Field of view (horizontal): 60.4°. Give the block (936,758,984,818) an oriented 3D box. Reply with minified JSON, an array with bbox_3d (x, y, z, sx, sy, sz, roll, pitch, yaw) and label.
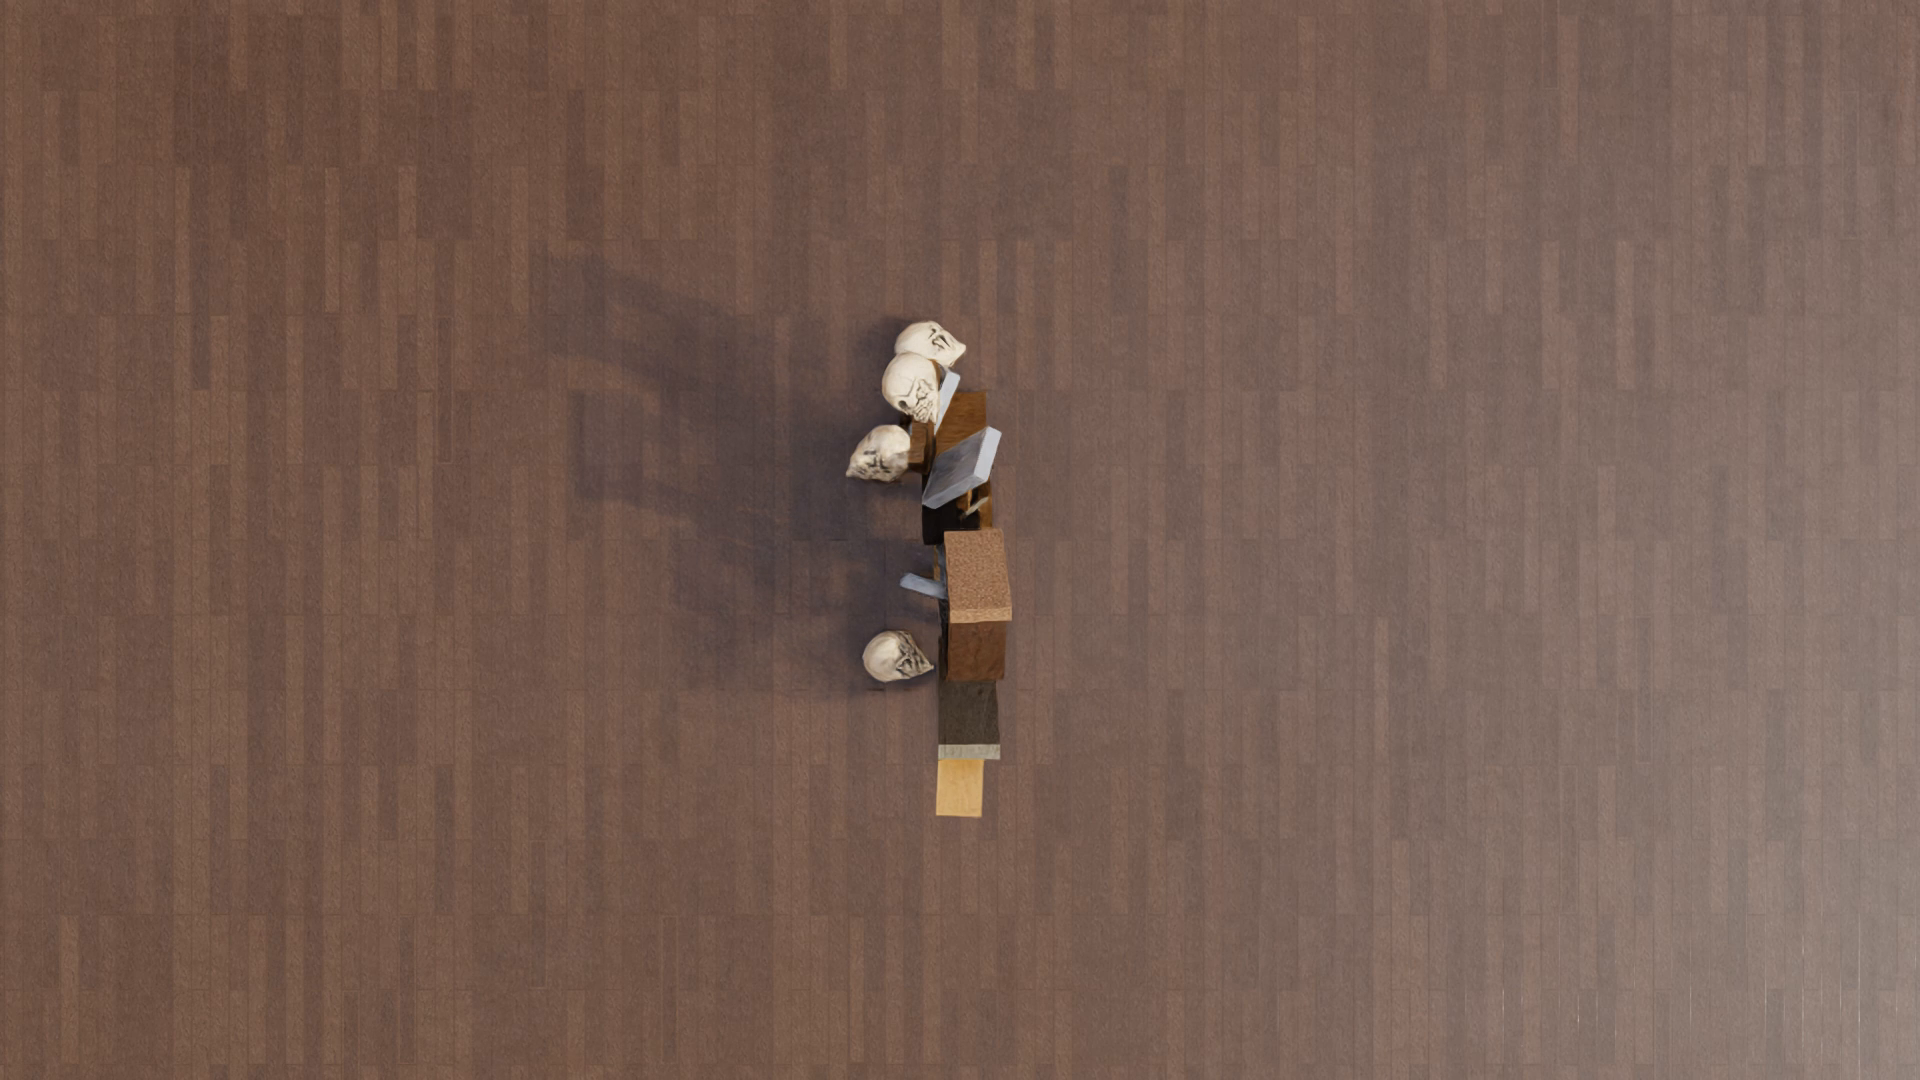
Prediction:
[{"bbox_3d":[0.001,0.674,4.800,0.130,0.037,0.261,2,74,1],"label":"block"}]

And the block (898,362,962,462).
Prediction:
[{"bbox_3d":[-0.099,-0.408,5.360,0.046,0.161,0.322,21,100,-18],"label":"block"}]

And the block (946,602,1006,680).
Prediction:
[{"bbox_3d":[0.049,0.259,4.904,0.172,0.049,0.345,-1,119,-5],"label":"block"}]

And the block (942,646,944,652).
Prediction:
[{"bbox_3d":[0.003,0.222,5.083,0.123,0.035,0.247,-3,70,1],"label":"block"}]

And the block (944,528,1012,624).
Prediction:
[{"bbox_3d":[0.049,0.101,4.754,0.172,0.345,0.049,-3,130,-2],"label":"block"}]

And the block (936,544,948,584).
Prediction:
[{"bbox_3d":[0.013,0.018,5.000,0.167,0.335,0.047,-7,131,-2],"label":"block"}]

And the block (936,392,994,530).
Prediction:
[{"bbox_3d":[0.009,-0.242,5.224,0.167,0.687,0.047,-3,131,1],"label":"block"}]

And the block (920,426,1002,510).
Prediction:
[{"bbox_3d":[0.001,-0.208,4.821,0.046,0.322,0.161,26,65,-21],"label":"block"}]

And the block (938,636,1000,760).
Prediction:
[{"bbox_3d":[0.022,0.462,4.935,0.172,0.639,0.049,1,115,-1],"label":"block"}]

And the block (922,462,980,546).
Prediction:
[{"bbox_3d":[-0.028,-0.120,5.013,0.167,0.335,0.047,-4,132,3],"label":"block"}]

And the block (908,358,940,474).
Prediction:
[{"bbox_3d":[-0.108,-0.375,5.007,0.046,0.161,0.322,6,81,6],"label":"block"}]

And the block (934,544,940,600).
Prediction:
[{"bbox_3d":[-0.003,0.029,5.166,0.154,0.044,0.309,-1,90,0],"label":"block"}]

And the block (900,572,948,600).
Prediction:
[{"bbox_3d":[-0.082,0.141,4.862,0.192,0.013,0.046,18,127,-21],"label":"block"}]

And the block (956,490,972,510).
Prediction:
[{"bbox_3d":[0.014,-0.135,4.867,0.013,0.046,0.092,-11,113,-42],"label":"block"}]

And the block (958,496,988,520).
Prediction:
[{"bbox_3d":[0.040,-0.093,4.795,0.092,0.046,0.013,-40,94,-30],"label":"block"}]

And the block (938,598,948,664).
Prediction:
[{"bbox_3d":[0.003,0.246,4.991,0.123,0.035,0.247,-6,99,0],"label":"block"}]
